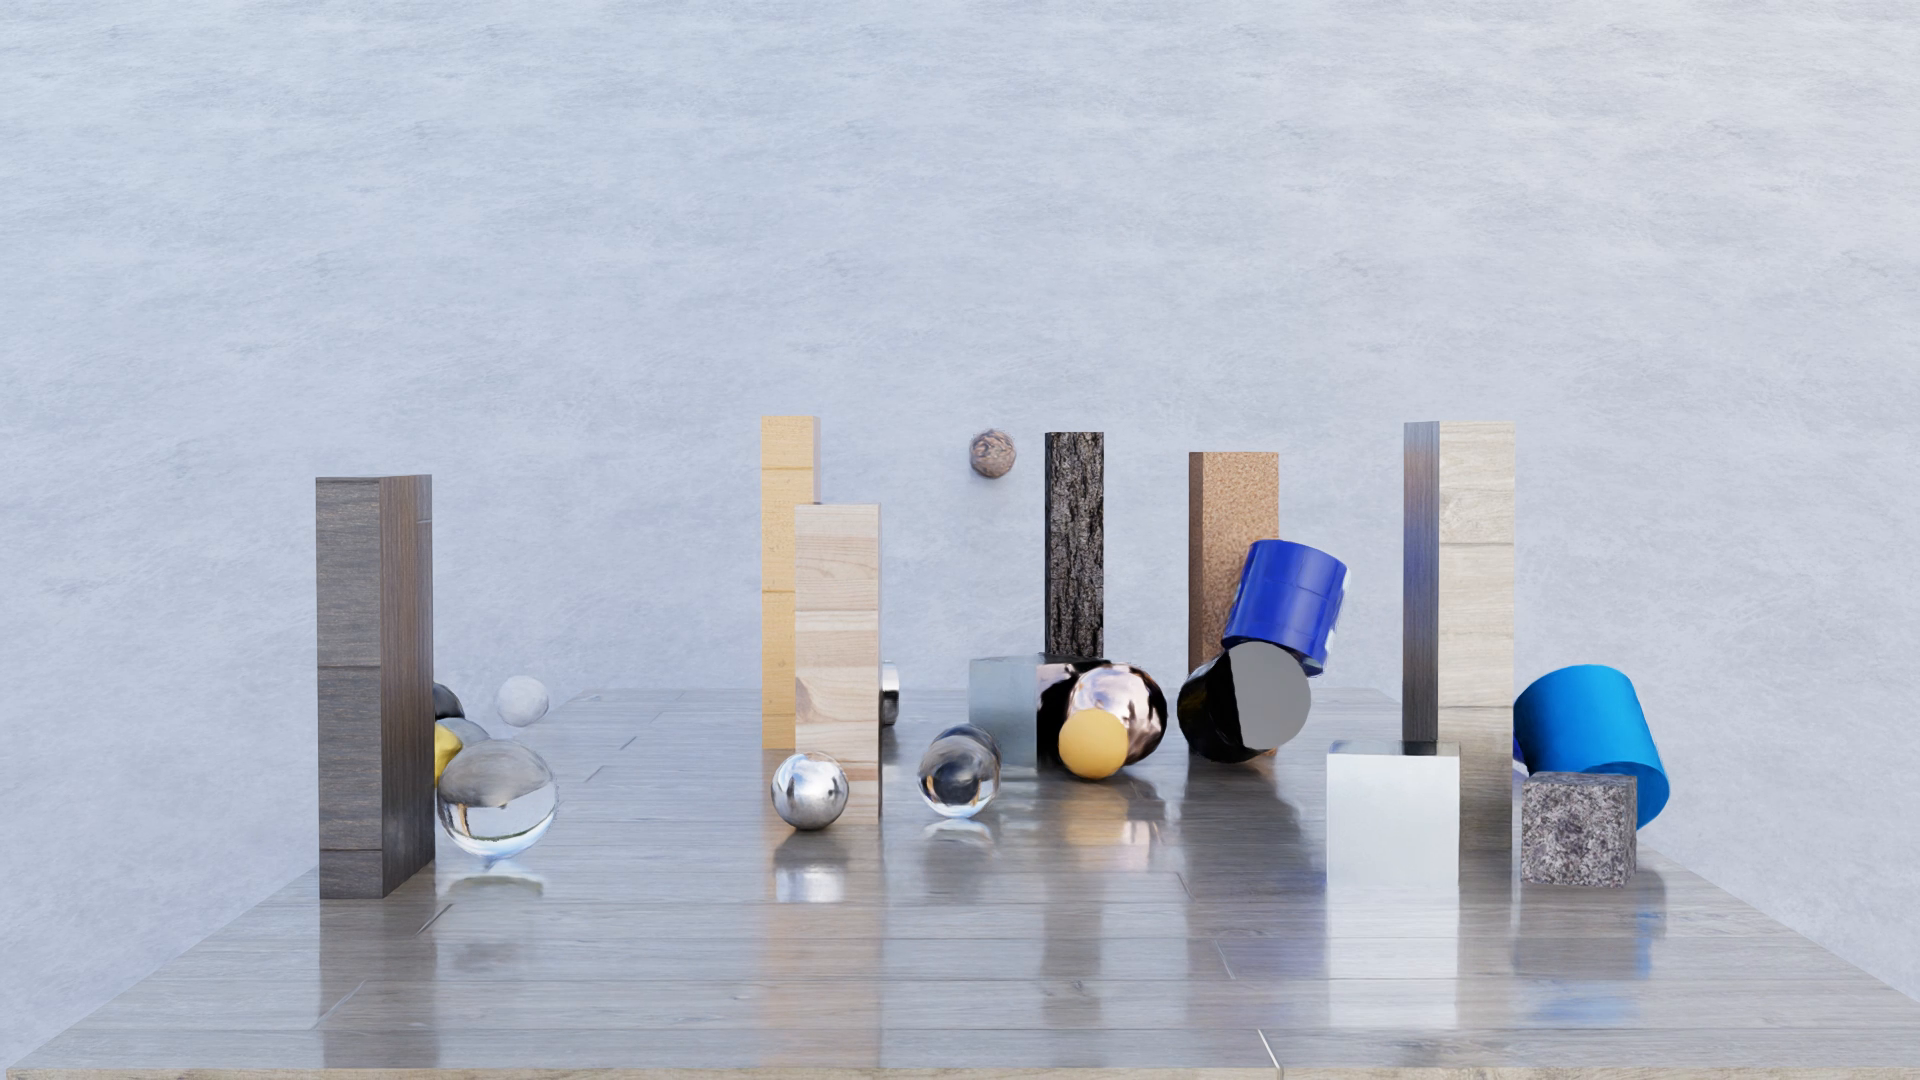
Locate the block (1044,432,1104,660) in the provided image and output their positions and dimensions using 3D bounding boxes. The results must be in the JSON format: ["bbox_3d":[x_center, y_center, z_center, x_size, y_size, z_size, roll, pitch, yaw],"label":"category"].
[{"bbox_3d":[0.239,0.094,5.448,0.108,0.643,0.372,0,2,0],"label":"block"}]

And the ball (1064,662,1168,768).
[{"bbox_3d":[0.296,0.333,4.898,0.199,0.199,0.199,0,24,0],"label":"ball"}]

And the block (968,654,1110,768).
[{"bbox_3d":[0.155,0.332,5.039,0.197,0.197,0.197,-2,3,-40],"label":"block"}]

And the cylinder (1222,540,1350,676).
[{"bbox_3d":[0.627,0.132,4.959,0.201,0.201,0.201,17,-17,5],"label":"cylinder"}]

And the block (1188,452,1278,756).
[{"bbox_3d":[0.555,0.121,5.260,0.149,0.602,0.319,0,2,0],"label":"block"}]

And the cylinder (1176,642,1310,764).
[{"bbox_3d":[0.539,0.312,4.907,0.204,0.204,0.204,-6,-11,-12],"label":"cylinder"}]

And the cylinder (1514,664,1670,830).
[{"bbox_3d":[0.973,0.330,3.985,0.195,0.195,0.195,-2,45,-5],"label":"cylinder"}]

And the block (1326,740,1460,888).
[{"bbox_3d":[0.622,0.388,3.687,0.182,0.182,0.182,0,2,11],"label":"block"}]

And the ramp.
[{"bbox_3d":[0.055,0.499,4.546,2.000,0.100,4.000,0,2,0],"label":"ramp"}]

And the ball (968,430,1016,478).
[{"bbox_3d":[0.101,-0.268,8.029,0.152,0.152,0.152,0,24,0],"label":"ball"}]

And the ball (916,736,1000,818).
[{"bbox_3d":[-0.003,0.391,4.253,0.137,0.137,0.137,0,24,0],"label":"ball"}]

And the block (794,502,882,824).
[{"bbox_3d":[-0.200,0.198,4.309,0.134,0.519,0.257,0,2,0],"label":"block"}]

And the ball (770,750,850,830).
[{"bbox_3d":[-0.240,0.401,4.124,0.126,0.126,0.126,0,24,0],"label":"ball"}]

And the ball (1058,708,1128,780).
[{"bbox_3d":[0.246,0.376,4.747,0.131,0.131,0.131,0,24,0],"label":"ball"}]

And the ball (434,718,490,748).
[{"bbox_3d":[-1.216,0.527,6.181,0.203,0.203,0.203,0,24,0],"label":"ball"}]

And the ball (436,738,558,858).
[{"bbox_3d":[-0.692,0.386,3.845,0.178,0.178,0.178,0,24,0],"label":"ball"}]

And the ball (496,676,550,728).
[{"bbox_3d":[-1.058,0.391,6.228,0.129,0.129,0.129,0,24,0],"label":"ball"}]

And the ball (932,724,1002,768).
[{"bbox_3d":[0.007,0.386,4.499,0.129,0.129,0.129,0,24,0],"label":"ball"}]

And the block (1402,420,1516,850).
[{"bbox_3d":[0.783,0.140,4.068,0.114,0.652,0.314,0,2,0],"label":"block"}]

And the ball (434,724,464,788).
[{"bbox_3d":[-1.233,0.507,6.000,0.163,0.163,0.163,0,24,0],"label":"ball"}]

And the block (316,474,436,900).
[{"bbox_3d":[-0.827,0.195,3.661,0.086,0.573,0.352,0,2,0],"label":"block"}]

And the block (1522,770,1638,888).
[{"bbox_3d":[0.882,0.410,3.666,0.141,0.141,0.141,1,2,22],"label":"block"}]

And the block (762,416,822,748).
[{"bbox_3d":[-0.350,0.081,5.376,0.105,0.676,0.301,0,2,0],"label":"block"}]

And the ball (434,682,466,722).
[{"bbox_3d":[-1.325,0.447,6.366,0.200,0.200,0.200,0,24,0],"label":"ball"}]

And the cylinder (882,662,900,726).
[{"bbox_3d":[-0.219,0.337,5.631,0.141,0.141,0.141,0,23,-17],"label":"cylinder"}]
